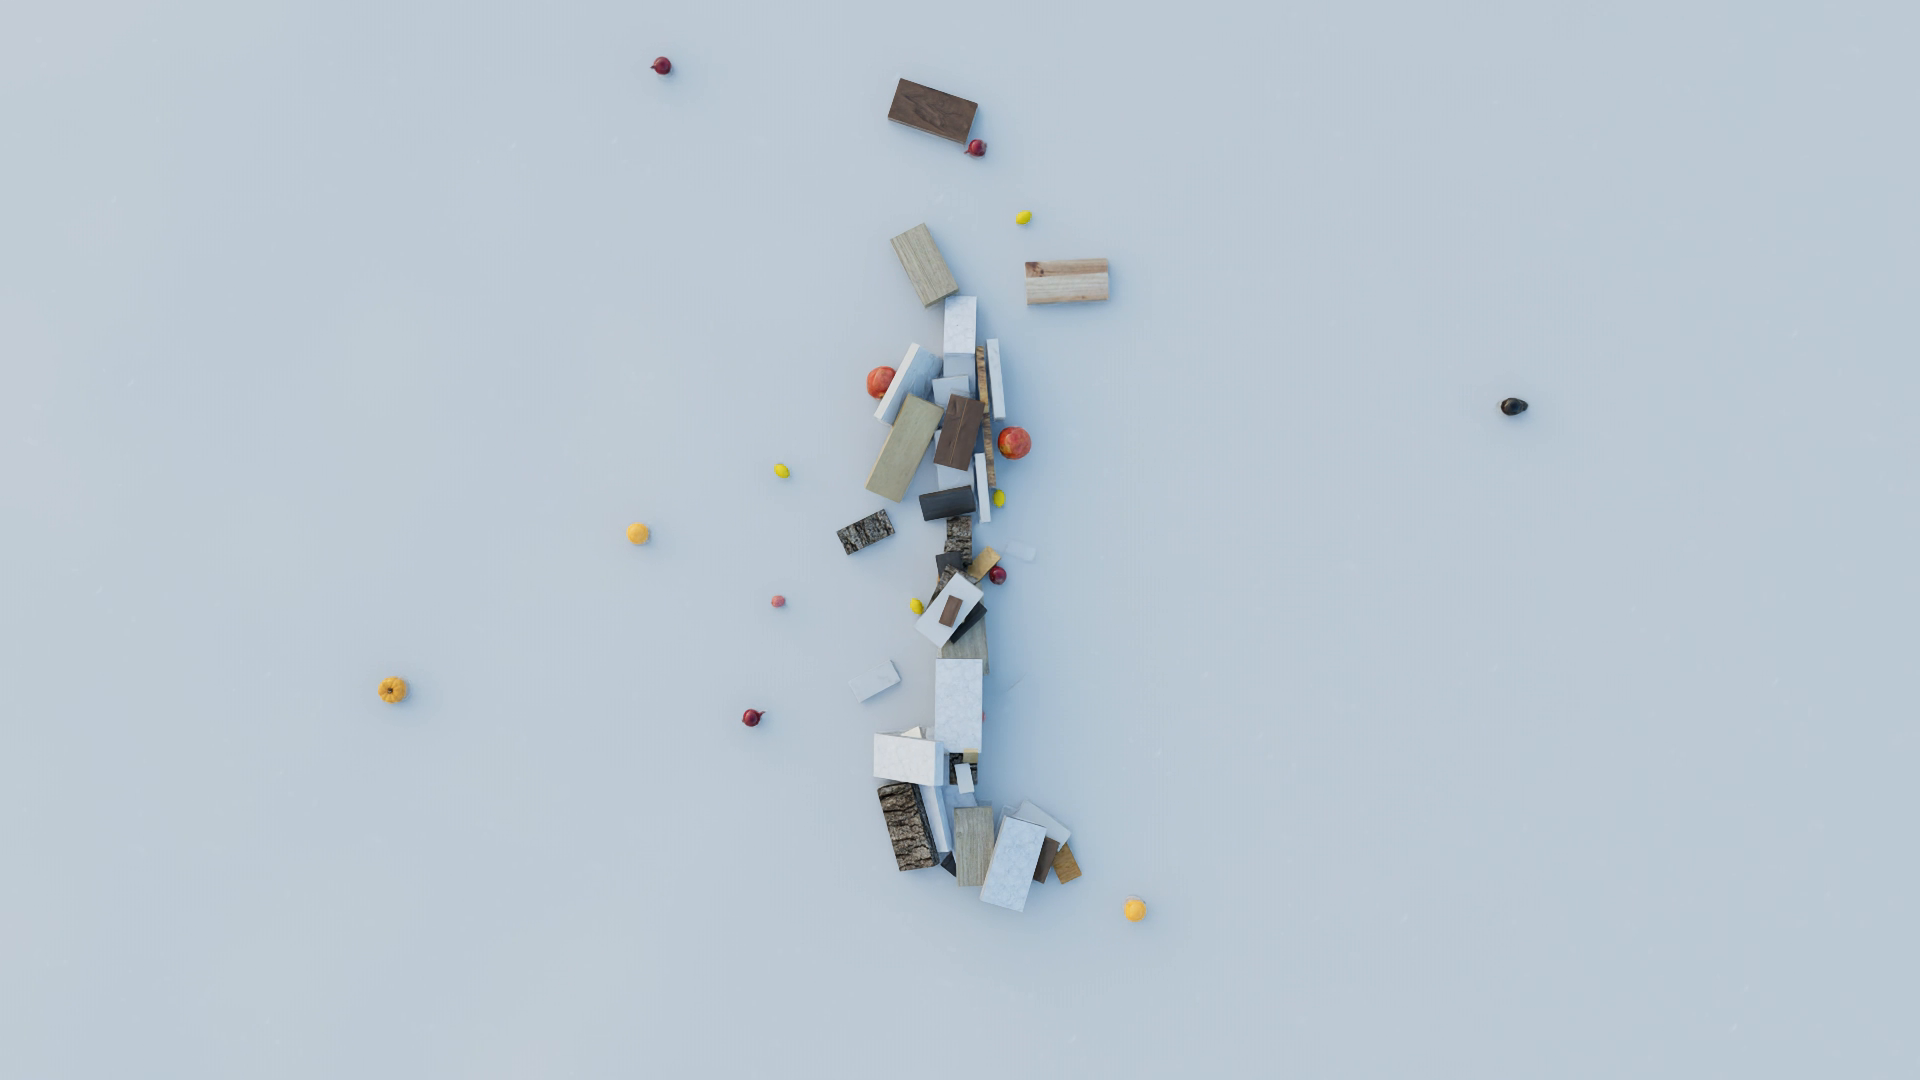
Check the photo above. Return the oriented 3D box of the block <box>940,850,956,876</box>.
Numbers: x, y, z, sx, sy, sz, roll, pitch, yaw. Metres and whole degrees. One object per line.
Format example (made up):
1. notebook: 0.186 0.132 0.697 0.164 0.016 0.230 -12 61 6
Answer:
1. block: 0.002 1.050 5.491 0.067 0.019 0.133 39 90 0

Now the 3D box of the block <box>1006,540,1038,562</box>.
1. block: 0.204 0.036 5.493 0.096 0.014 0.048 18 90 0

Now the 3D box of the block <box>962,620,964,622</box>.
1. block: -0.018 0.209 5.383 0.061 0.017 0.122 -1 95 4

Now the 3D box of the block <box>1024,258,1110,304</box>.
1. block: 0.355 -0.860 5.481 0.272 0.039 0.136 -3 89 1

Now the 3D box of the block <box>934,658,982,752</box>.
1. block: -0.005 0.536 5.353 0.151 0.043 0.302 1 89 0

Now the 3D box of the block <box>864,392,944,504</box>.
1. block: -0.184 -0.302 5.429 0.128 0.036 0.346 23 103 -16

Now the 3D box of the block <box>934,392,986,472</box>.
1. block: -0.003 -0.352 5.401 0.117 0.033 0.233 14 102 -3

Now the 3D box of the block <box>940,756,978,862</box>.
1. block: 0.001 0.914 5.463 0.127 0.036 0.433 -19 90 0

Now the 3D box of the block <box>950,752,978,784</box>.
1. block: 0.010 0.708 5.397 0.091 0.026 0.183 0 70 -1

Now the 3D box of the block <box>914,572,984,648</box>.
1. block: -0.035 0.225 5.329 0.112 0.032 0.224 38 96 0

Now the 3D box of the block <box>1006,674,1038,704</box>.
1. block: 0.206 0.495 5.493 0.096 0.014 0.048 -39 90 0

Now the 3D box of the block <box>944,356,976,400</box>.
1. block: -0.001 -0.510 5.463 0.103 0.029 0.207 -1 103 0

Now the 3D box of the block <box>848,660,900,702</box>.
1. block: -0.284 0.469 5.489 0.157 0.022 0.078 -28 90 0

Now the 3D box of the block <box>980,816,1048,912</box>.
1. block: 0.174 1.058 5.399 0.142 0.040 0.283 17 87 -9

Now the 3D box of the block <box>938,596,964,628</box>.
1. block: -0.030 0.229 5.307 0.048 0.014 0.096 22 96 2

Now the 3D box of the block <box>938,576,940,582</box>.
1. block: -0.042 0.109 5.467 0.061 0.017 0.121 3 67 3

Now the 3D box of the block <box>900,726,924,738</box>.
1. block: -0.145 0.702 5.440 0.078 0.022 0.157 -29 59 20

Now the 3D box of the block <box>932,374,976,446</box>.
1. block: -0.018 -0.421 5.449 0.117 0.033 0.233 -7 106 2

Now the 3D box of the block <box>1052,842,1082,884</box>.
1. block: 0.339 1.061 5.489 0.076 0.021 0.151 -26 90 0

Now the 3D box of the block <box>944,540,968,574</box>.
1. block: -0.016 0.084 5.454 0.083 0.023 0.166 4 67 3

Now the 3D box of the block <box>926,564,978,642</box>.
1. block: -0.039 0.205 5.360 0.112 0.032 0.224 25 96 1

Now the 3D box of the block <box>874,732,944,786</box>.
1. block: -0.169 0.715 5.386 0.286 0.040 0.142 1 90 44

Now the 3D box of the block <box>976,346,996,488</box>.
1. block: 0.085 -0.406 5.456 0.025 0.088 0.461 -5 90 0

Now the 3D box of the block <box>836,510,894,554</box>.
1. block: -0.314 -0.026 5.488 0.176 0.025 0.088 -26 90 0

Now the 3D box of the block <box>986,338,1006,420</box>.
1. block: 0.118 -0.528 5.436 0.036 0.128 0.256 -6 90 0

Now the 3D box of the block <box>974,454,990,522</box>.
1. block: 0.075 -0.171 5.444 0.032 0.112 0.224 -5 90 0

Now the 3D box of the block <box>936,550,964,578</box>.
1. block: -0.025 0.123 5.397 0.083 0.023 0.166 -11 94 5

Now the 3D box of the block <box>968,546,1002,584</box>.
1. block: 0.075 0.082 5.483 0.122 0.017 0.061 -46 73 0

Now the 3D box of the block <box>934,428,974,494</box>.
1. block: -0.017 -0.253 5.457 0.117 0.033 0.233 -4 103 1

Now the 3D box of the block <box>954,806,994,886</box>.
1. block: 0.049 1.008 5.427 0.127 0.036 0.255 -2 90 0

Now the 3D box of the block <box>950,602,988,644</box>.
1. block: 0.007 0.259 5.415 0.157 0.022 0.078 -44 78 -10

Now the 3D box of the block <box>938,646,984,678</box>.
1. block: 0.000 0.468 5.436 0.151 0.043 0.302 1 74 0

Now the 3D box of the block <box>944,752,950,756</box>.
1. block: -0.008 0.620 5.456 0.091 0.026 0.183 -2 70 -1

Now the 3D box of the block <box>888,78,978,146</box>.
1. block: -0.090 -1.423 5.481 0.272 0.039 0.136 18 90 0

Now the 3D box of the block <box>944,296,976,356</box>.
1. block: 0.001 -0.705 5.440 0.104 0.029 0.207 2 71 1

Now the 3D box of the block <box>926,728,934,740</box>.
1. block: -0.090 0.660 5.454 0.048 0.095 0.014 16 122 -6

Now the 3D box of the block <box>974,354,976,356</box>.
1. block: -0.002 -0.644 5.485 0.103 0.029 0.207 -1 90 0

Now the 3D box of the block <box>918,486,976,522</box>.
1. block: -0.041 -0.122 5.460 0.176 0.025 0.088 -11 120 5

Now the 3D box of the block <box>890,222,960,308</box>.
1. block: -0.117 -0.909 5.461 0.128 0.036 0.256 -27 81 0

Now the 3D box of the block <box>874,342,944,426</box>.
1. block: -0.165 -0.499 5.433 0.039 0.136 0.272 30 92 43

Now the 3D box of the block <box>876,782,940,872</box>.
1. block: -0.170 0.944 5.444 0.142 0.040 0.283 -16 90 33

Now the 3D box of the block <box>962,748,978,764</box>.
1. block: 0.034 0.698 5.336 0.048 0.095 0.014 1 61 0

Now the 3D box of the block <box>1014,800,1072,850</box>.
1. block: 0.274 0.947 5.476 0.184 0.021 0.076 36 86 7

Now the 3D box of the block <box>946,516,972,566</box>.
1. block: -0.002 0.001 5.460 0.083 0.023 0.166 -1 69 0

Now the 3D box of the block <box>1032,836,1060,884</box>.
1. block: 0.270 1.056 5.461 0.076 0.021 0.151 22 107 11

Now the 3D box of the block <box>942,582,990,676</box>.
1. block: 0.010 0.298 5.438 0.151 0.043 0.302 -5 74 0

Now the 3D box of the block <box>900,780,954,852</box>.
1. block: -0.109 0.903 5.444 0.127 0.036 0.255 -10 93 33

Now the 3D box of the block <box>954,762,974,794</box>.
1. block: 0.014 0.774 5.352 0.048 0.014 0.095 -10 71 -4
